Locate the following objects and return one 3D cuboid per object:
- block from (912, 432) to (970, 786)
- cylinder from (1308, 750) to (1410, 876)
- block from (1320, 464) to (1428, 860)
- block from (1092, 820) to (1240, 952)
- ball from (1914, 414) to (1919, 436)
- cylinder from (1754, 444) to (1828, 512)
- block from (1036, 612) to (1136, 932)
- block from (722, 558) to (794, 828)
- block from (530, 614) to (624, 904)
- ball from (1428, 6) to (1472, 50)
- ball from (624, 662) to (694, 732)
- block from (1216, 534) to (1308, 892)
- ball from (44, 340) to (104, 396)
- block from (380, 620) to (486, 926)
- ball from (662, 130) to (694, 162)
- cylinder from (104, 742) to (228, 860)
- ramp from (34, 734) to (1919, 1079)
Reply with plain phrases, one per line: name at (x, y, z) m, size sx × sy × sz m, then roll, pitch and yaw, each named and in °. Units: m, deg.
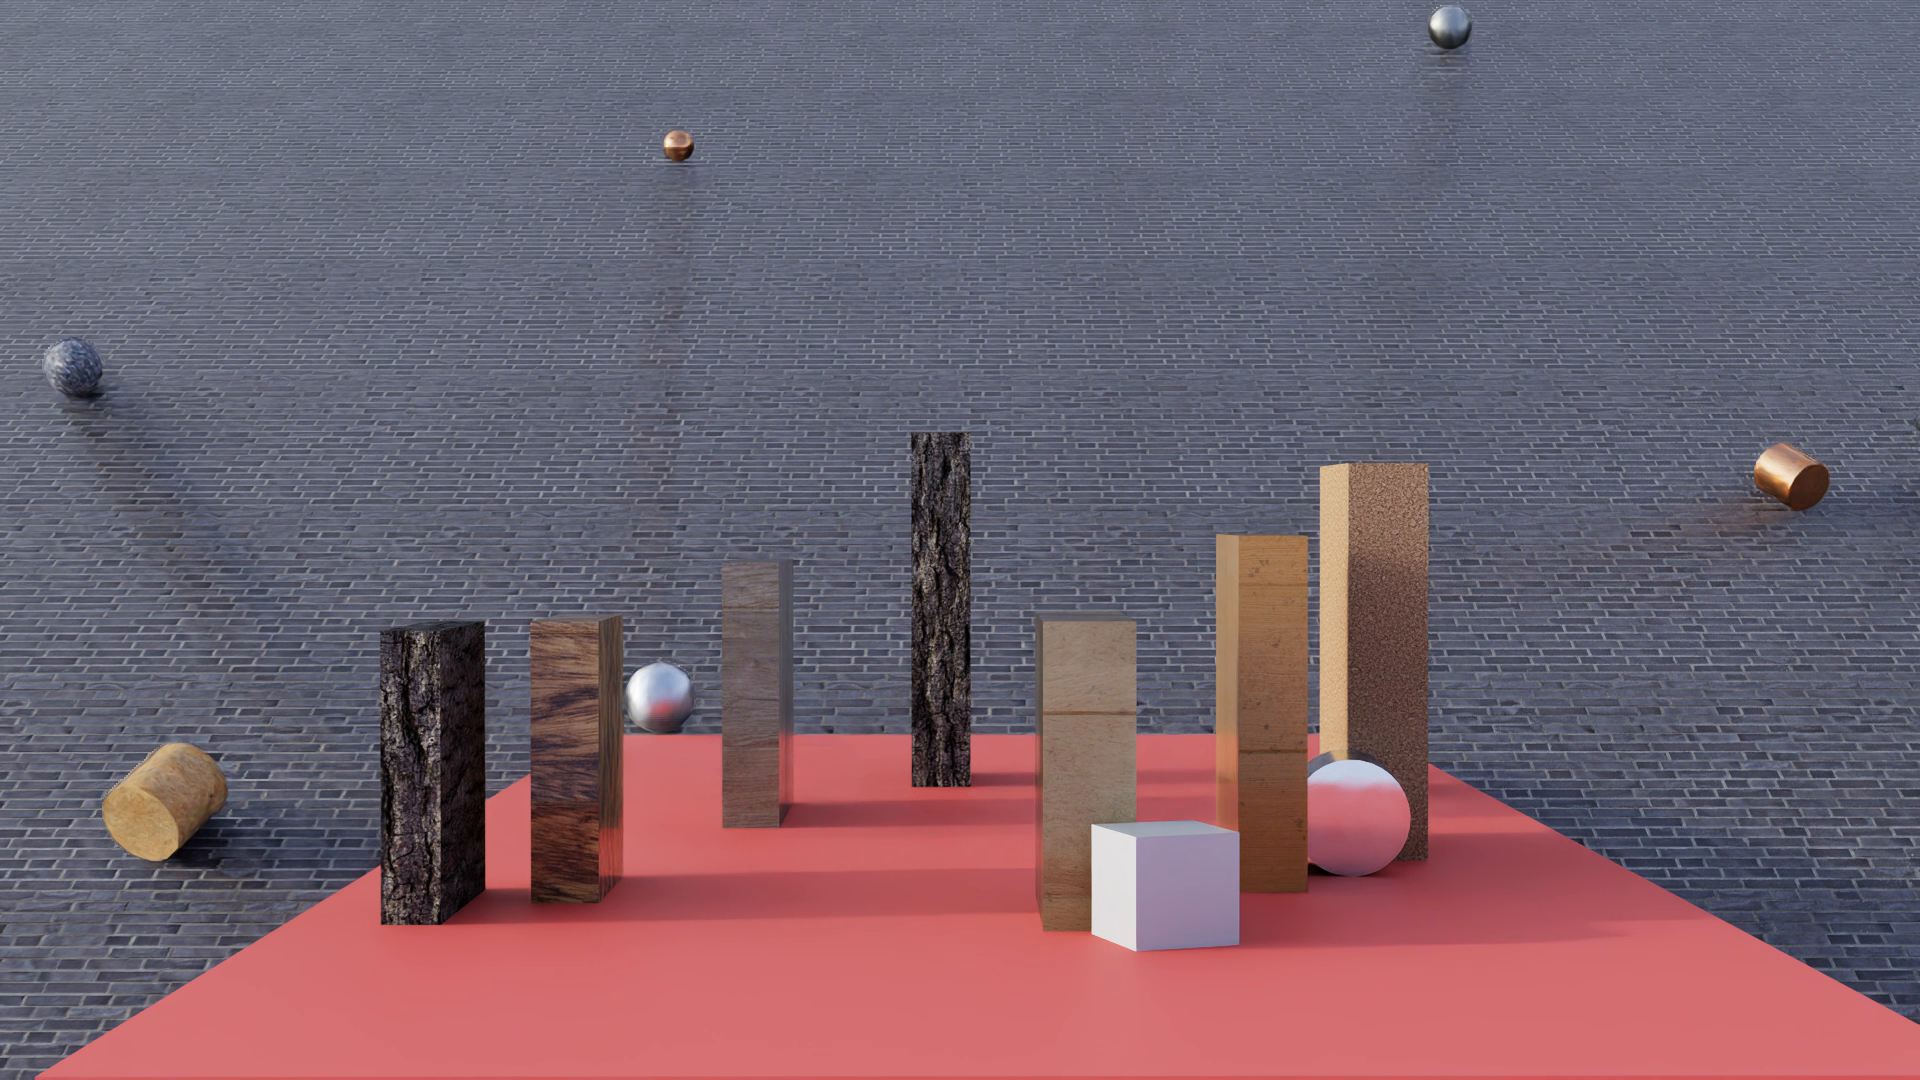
block at (-0.040, 0.143, 5.493) m, size 0.123 × 0.735 × 0.277 m, roll 0°, pitch 1°, yaw 0°
cylinder at (0.620, 0.434, 4.129) m, size 0.183 × 0.183 × 0.183 m, roll 3°, pitch 1°, yaw 6°
block at (0.699, 0.197, 4.382) m, size 0.131 × 0.650 × 0.331 m, roll 0°, pitch 1°, yaw 0°
block at (0.273, 0.458, 3.446) m, size 0.148 × 0.148 × 0.148 m, roll 0°, pitch 1°, yaw -20°
ball at (3.129, -0.372, 8.302) m, size 0.115 × 0.115 × 0.115 m, roll 0°, pitch 28°, yaw 0°
cylinder at (2.548, -0.192, 7.922) m, size 0.157 × 0.157 × 0.157 m, roll -12°, pitch 31°, yaw -22°
block at (0.176, 0.319, 3.686) m, size 0.127 × 0.421 × 0.348 m, roll 0°, pitch 1°, yaw 0°
block at (-0.378, 0.278, 4.861) m, size 0.103 × 0.479 × 0.407 m, roll 0°, pitch 1°, yaw 0°
block at (-0.576, 0.323, 3.903) m, size 0.099 × 0.411 × 0.276 m, roll 0°, pitch 1°, yaw 0°
ball at (2.263, -2.366, 11.937) m, size 0.197 × 0.197 × 0.197 m, roll 0°, pitch 28°, yaw 0°
ball at (-0.784, 0.412, 6.742) m, size 0.182 × 0.182 × 0.182 m, roll 0°, pitch 28°, yaw 0°
block at (0.469, 0.259, 4.037) m, size 0.104 × 0.534 × 0.335 m, roll 0°, pitch 1°, yaw 0°
ball at (-2.951, -0.574, 8.603) m, size 0.185 × 0.185 × 0.185 m, roll 0°, pitch 28°, yaw 0°
block at (-0.759, 0.327, 3.736) m, size 0.083 × 0.406 × 0.338 m, roll 0°, pitch 1°, yaw 0°
ball at (-1.157, -1.620, 10.618) m, size 0.127 × 0.127 × 0.127 m, roll 0°, pitch 28°, yaw 0°
cylinder at (-1.940, 0.638, 6.316) m, size 0.209 × 0.209 × 0.209 m, roll 9°, pitch 29°, yaw 16°
ramp at (0.063, 0.570, 4.611) m, size 2.000 × 0.100 × 4.000 m, roll 0°, pitch 1°, yaw 0°
